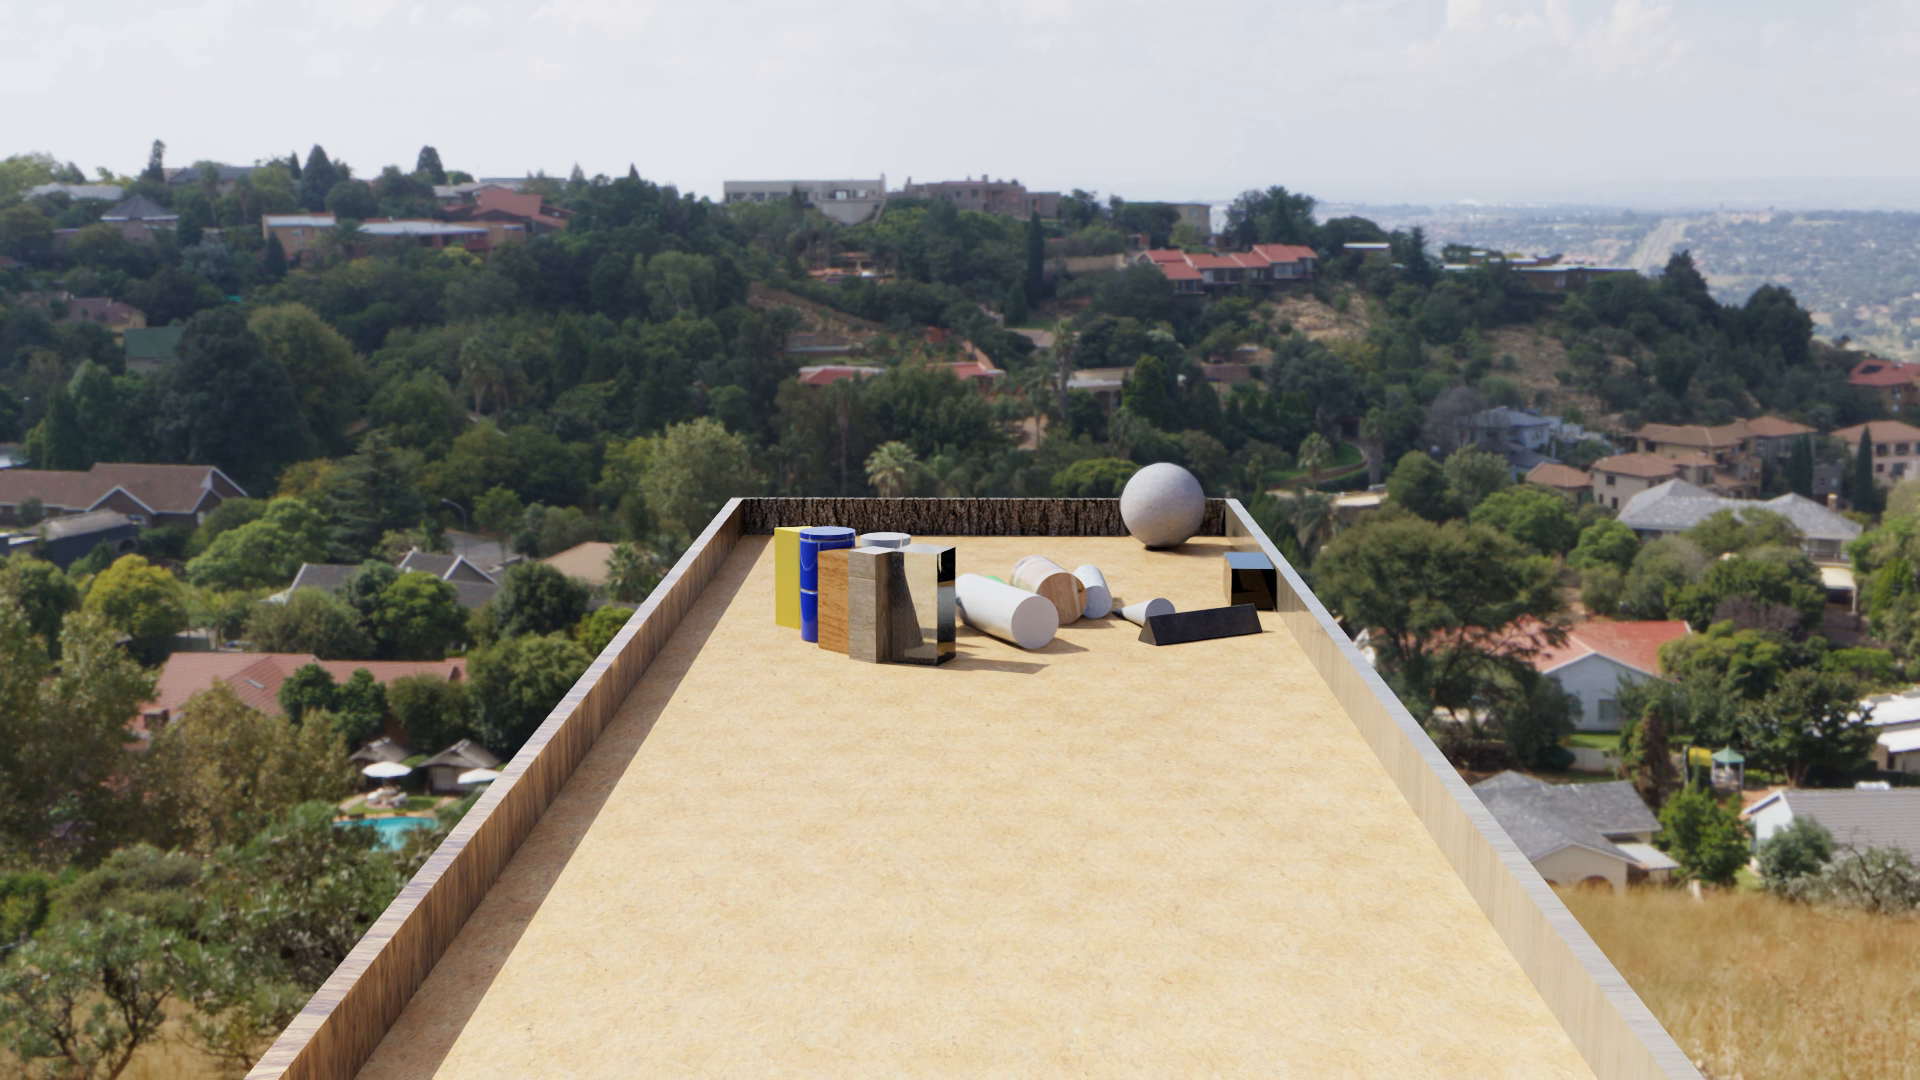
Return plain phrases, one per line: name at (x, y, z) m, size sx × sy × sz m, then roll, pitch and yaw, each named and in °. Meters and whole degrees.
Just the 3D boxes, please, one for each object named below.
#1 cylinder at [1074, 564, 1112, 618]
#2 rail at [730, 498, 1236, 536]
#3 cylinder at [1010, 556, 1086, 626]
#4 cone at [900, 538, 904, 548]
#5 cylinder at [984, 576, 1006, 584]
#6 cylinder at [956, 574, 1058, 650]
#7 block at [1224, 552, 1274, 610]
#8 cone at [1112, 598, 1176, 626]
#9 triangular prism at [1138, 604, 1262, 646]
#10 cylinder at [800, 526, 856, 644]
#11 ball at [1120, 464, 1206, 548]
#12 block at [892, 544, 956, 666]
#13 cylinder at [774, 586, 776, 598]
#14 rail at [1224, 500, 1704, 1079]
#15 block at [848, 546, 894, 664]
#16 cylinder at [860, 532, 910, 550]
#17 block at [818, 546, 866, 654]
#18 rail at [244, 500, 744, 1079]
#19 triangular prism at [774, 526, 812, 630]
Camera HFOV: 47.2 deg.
cylinder at (0.451, 0.175, 7.544) m, size 0.113 × 0.113 × 0.412 m, roll 0°, pitch 9°, yaw 0°
rail at (0.099, -0.098, 9.147) m, size 2.100 × 0.150 × 0.050 m, roll 0°, pitch 9°, yaw 1°
cylinder at (0.294, 0.166, 7.395) m, size 0.177 × 0.177 × 0.357 m, roll -2°, pitch 9°, yaw -12°
cone at (-0.182, 0.154, 6.958) m, size 0.177 × 0.338 × 0.177 m, roll 0°, pitch 9°, yaw 0°
cylinder at (0.153, 0.204, 7.403) m, size 0.100 × 0.100 × 0.432 m, roll -2°, pitch 9°, yaw -13°
cylinder at (0.132, 0.225, 7.047) m, size 0.169 × 0.169 × 0.450 m, roll -5°, pitch 10°, yaw -27°
block at (1.002, 0.142, 7.655) m, size 0.143 × 0.143 × 0.340 m, roll 0°, pitch 9°, yaw 2°
cone at (0.578, 0.244, 7.294) m, size 0.113 × 0.113 × 0.382 m, roll -4°, pitch 1°, yaw -22°
triangular prism at (0.772, 0.266, 7.044) m, size 0.423 × 0.086 × 0.099 m, roll -5°, pitch 11°, yaw -31°
cylinder at (-0.420, 0.142, 7.000) m, size 0.177 × 0.348 × 0.177 m, roll 0°, pitch 9°, yaw 0°
ball at (0.812, -0.137, 8.792) m, size 0.339 × 0.339 × 0.339 m, roll 0°, pitch 9°, yaw 0°
block at (-0.110, 0.196, 6.681) m, size 0.149 × 0.342 × 0.149 m, roll 4°, pitch 10°, yaw 22°
cylinder at (-0.518, 0.155, 7.590) m, size 0.138 × 0.138 × 0.335 m, roll 3°, pitch 9°, yaw 16°
rail at (1.046, 0.843, 3.208) m, size 0.050 × 0.150 × 12.000 m, roll 0°, pitch 9°, yaw 1°
block at (-0.261, 0.197, 6.698) m, size 0.111 × 0.335 × 0.111 m, roll 8°, pitch 12°, yaw 40°
cylinder at (-0.243, 0.136, 7.189) m, size 0.164 × 0.301 × 0.164 m, roll 0°, pitch 9°, yaw 0°
block at (-0.319, 0.188, 6.849) m, size 0.175 × 0.304 × 0.175 m, roll -8°, pitch 12°, yaw -42°
rail at (-1.004, 0.839, 3.234) m, size 0.050 × 0.150 × 12.000 m, roll 0°, pitch 9°, yaw 1°
triangular prism at (-0.526, 0.121, 7.223) m, size 0.107 × 0.321 × 0.124 m, roll -9°, pitch 13°, yaw -44°
